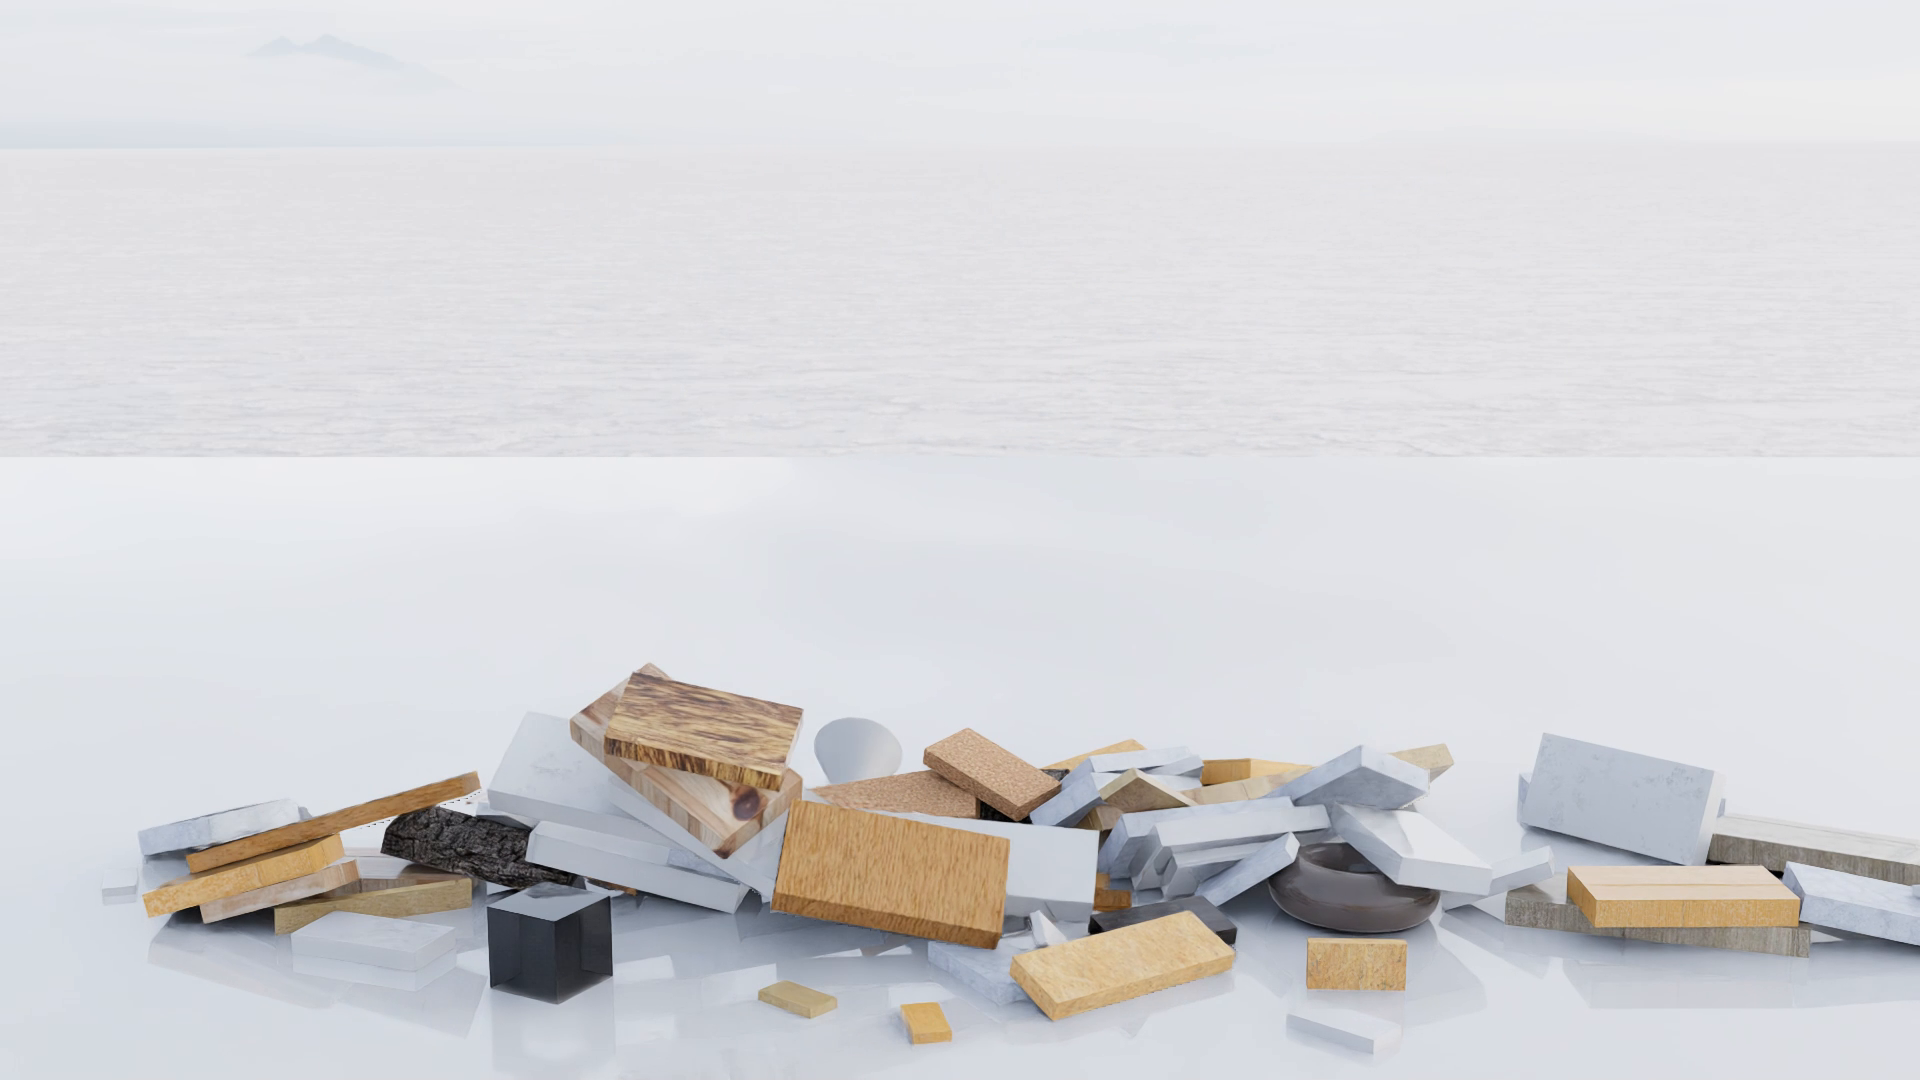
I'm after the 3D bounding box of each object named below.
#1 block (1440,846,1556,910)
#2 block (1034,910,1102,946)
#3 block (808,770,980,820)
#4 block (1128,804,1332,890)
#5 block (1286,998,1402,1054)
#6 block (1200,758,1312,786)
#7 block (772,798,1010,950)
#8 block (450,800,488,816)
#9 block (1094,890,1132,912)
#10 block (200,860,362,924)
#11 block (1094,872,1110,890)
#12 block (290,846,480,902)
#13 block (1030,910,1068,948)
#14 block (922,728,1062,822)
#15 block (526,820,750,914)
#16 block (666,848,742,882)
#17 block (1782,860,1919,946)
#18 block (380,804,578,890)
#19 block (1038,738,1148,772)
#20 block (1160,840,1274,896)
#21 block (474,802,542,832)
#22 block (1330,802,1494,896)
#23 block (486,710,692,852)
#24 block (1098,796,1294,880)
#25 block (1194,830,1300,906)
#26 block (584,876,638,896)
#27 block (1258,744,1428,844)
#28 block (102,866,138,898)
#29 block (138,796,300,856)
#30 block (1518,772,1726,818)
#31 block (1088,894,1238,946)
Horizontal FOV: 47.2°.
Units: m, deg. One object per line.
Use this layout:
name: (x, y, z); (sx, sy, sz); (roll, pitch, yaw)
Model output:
block: (0.879, 0.553, 3.597); (0.184, 0.026, 0.092); (-22, 2, 19)
block: (0.188, 0.617, 3.469); (0.071, 0.020, 0.142); (8, 13, 38)
block: (-0.125, 0.479, 3.871); (0.318, 0.045, 0.159); (-9, 27, 5)
block: (0.451, 0.515, 3.687); (0.309, 0.154, 0.044); (-4, 55, -19)
block: (0.540, 0.685, 3.102); (0.144, 0.020, 0.072); (9, 14, 41)
block: (0.548, 0.437, 4.060); (0.153, 0.043, 0.307); (-7, -12, 37)
block: (-0.103, 0.510, 3.364); (0.346, 0.049, 0.173); (11, 47, -4)
block: (-0.849, 0.503, 4.070); (0.175, 0.025, 0.088); (-9, 14, -41)
block: (0.208, 0.593, 3.596); (0.142, 0.020, 0.071); (1, 11, 4)
block: (-1.085, 0.561, 3.513); (0.223, 0.032, 0.112); (-16, -1, 14)
block: (0.176, 0.576, 3.691); (0.142, 0.020, 0.071); (3, 11, 14)
block: (-0.971, 0.563, 3.693); (0.311, 0.044, 0.155); (1, 11, 4)
block: (0.138, 0.603, 3.297); (0.015, 0.108, 0.054); (-24, 49, 12)
block: (0.056, 0.410, 3.863); (0.226, 0.032, 0.113); (28, 35, 35)
block: (-0.524, 0.526, 3.669); (0.355, 0.050, 0.178); (13, 12, 4)
block: (-0.292, 0.527, 3.660); (0.356, 0.050, 0.178); (13, 12, 3)
block: (1.468, 0.583, 3.450); (0.314, 0.044, 0.157); (11, 12, 8)
block: (-0.798, 0.521, 3.700); (0.310, 0.044, 0.155); (15, 11, -1)
block: (0.229, 0.452, 4.016); (0.303, 0.043, 0.152); (-15, 25, -25)
block: (0.431, 0.546, 3.653); (0.184, 0.092, 0.026); (-5, 51, -17)
block: (-0.743, 0.497, 3.802); (0.088, 0.025, 0.176); (-5, -30, 39)
block: (0.729, 0.499, 3.576); (0.154, 0.044, 0.309); (9, 8, -12)
block: (-0.575, 0.396, 3.623); (0.355, 0.050, 0.178); (11, 44, 8)
block: (0.401, 0.506, 3.734); (0.309, 0.154, 0.044); (-4, 56, -19)
block: (0.464, 0.543, 3.575); (0.184, 0.026, 0.092); (-34, 0, 18)
block: (-0.593, 0.555, 3.677); (0.123, 0.017, 0.062); (21, 11, -3)
block: (0.650, 0.436, 3.752); (0.141, 0.040, 0.283); (23, -35, -22)
block: (-1.415, 0.575, 3.707); (0.053, 0.015, 0.105); (-3, 11, -18)
block: (-1.283, 0.495, 3.800); (0.155, 0.044, 0.311); (-11, -3, -43)
block: (1.235, 0.483, 4.116); (0.337, 0.048, 0.168); (0, 11, 0)
block: (0.317, 0.608, 3.434); (0.207, 0.029, 0.103); (-5, 24, -26)
